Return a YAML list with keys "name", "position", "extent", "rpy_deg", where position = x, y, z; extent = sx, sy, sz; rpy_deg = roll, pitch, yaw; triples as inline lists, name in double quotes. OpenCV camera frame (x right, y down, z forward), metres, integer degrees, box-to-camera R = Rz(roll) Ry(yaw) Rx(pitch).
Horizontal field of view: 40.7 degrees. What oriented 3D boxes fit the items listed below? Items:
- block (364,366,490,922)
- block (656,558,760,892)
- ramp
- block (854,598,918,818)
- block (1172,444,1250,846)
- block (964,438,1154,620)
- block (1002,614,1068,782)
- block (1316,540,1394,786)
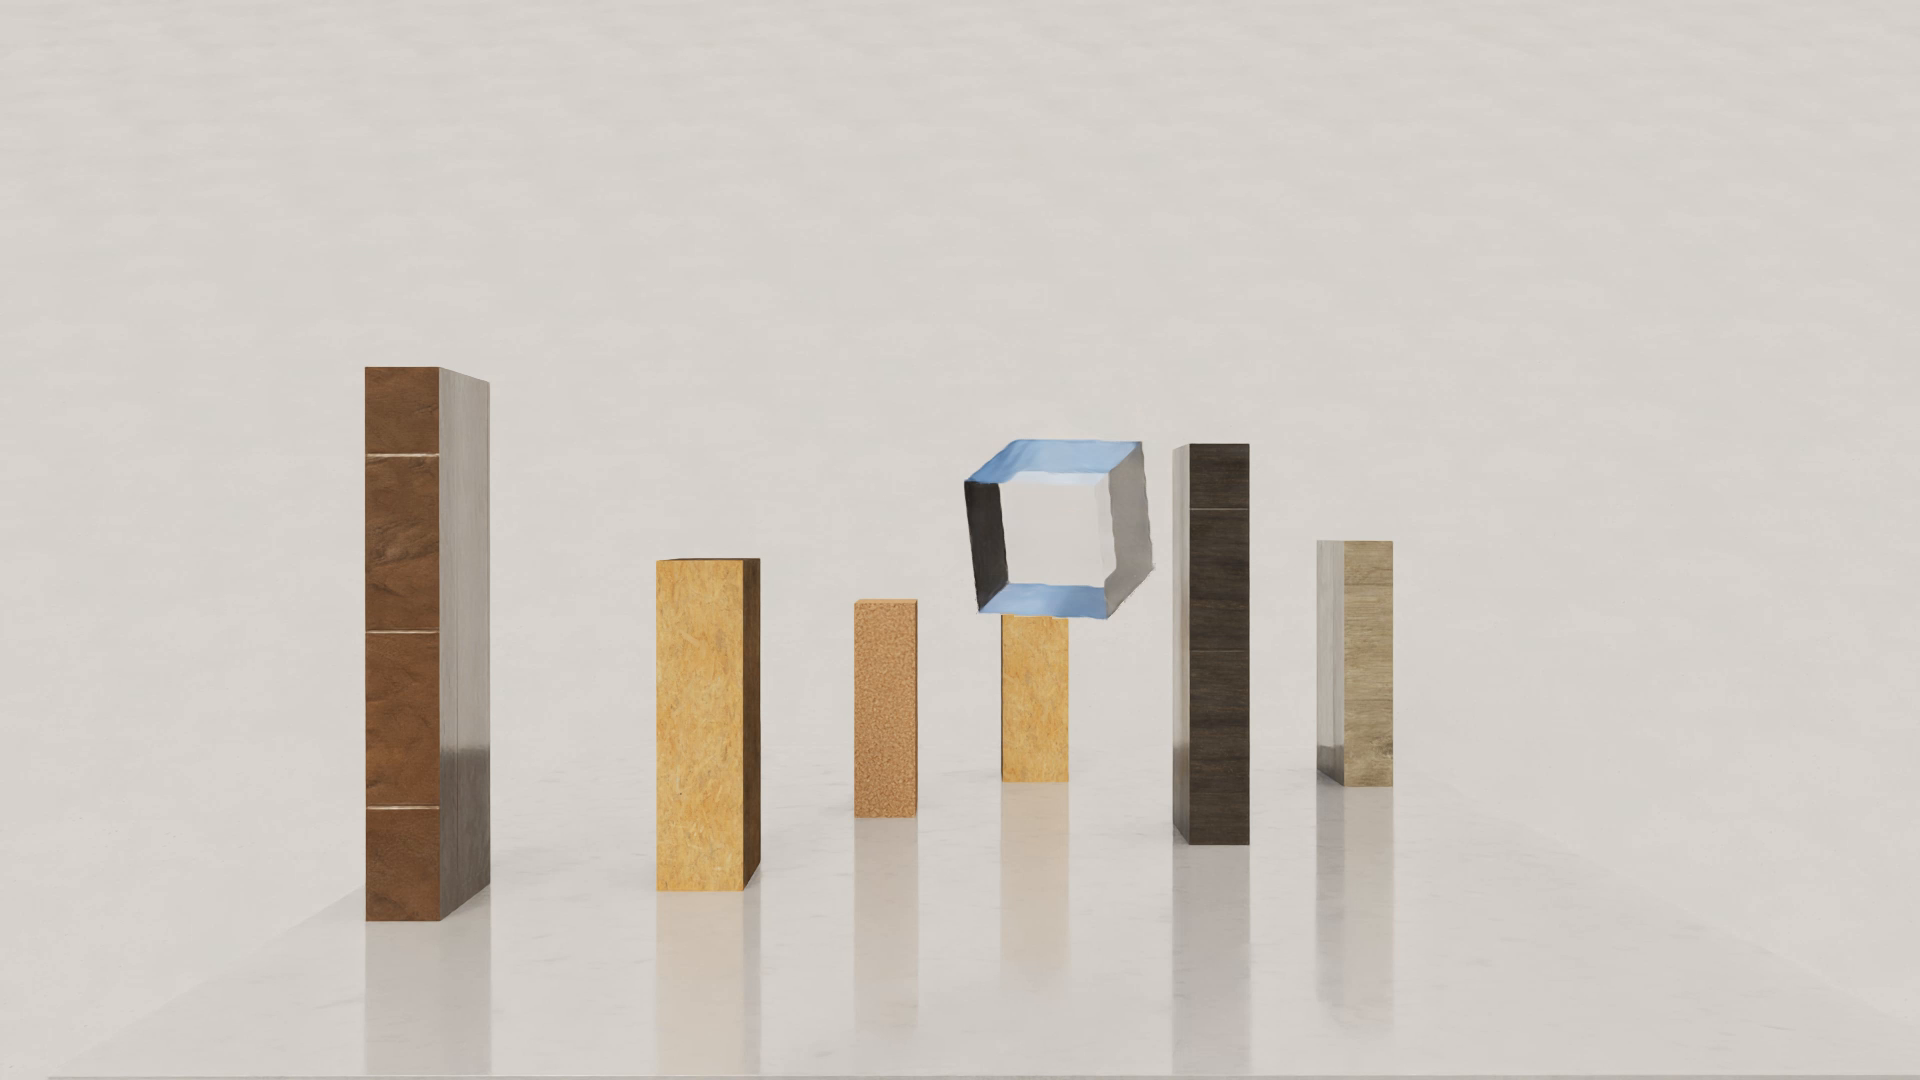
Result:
- name: "block"
  position: [-0.792, 0.147, 3.870]
  extent: [0.105, 0.788, 0.399]
  rpy_deg: [0, 0, 0]
- name: "block"
  position: [-0.400, 0.285, 4.157]
  extent: [0.133, 0.508, 0.361]
  rpy_deg: [0, 0, 0]
- name: "ramp"
  position: [0.066, 0.587, 4.637]
  extent: [2.000, 0.100, 4.000]
  rpy_deg: [0, 0, 0]
- name: "block"
  position: [-0.145, 0.328, 5.149]
  extent: [0.118, 0.414, 0.320]
  rpy_deg: [0, 0, 0]
- name: "block"
  position: [0.457, 0.183, 4.731]
  extent: [0.106, 0.707, 0.360]
  rpy_deg: [0, 0, 0]
- name: "block"
  position: [0.090, -0.012, 2.324]
  extent: [0.124, 0.124, 0.124]
  rpy_deg: [2, 21, 24]
- name: "block"
  position: [0.166, 0.314, 5.806]
  extent: [0.145, 0.436, 0.240]
  rpy_deg: [0, 0, 0]
- name: "block"
  position: [0.882, 0.266, 5.798]
  extent: [0.106, 0.531, 0.431]
  rpy_deg: [0, 0, 0]
